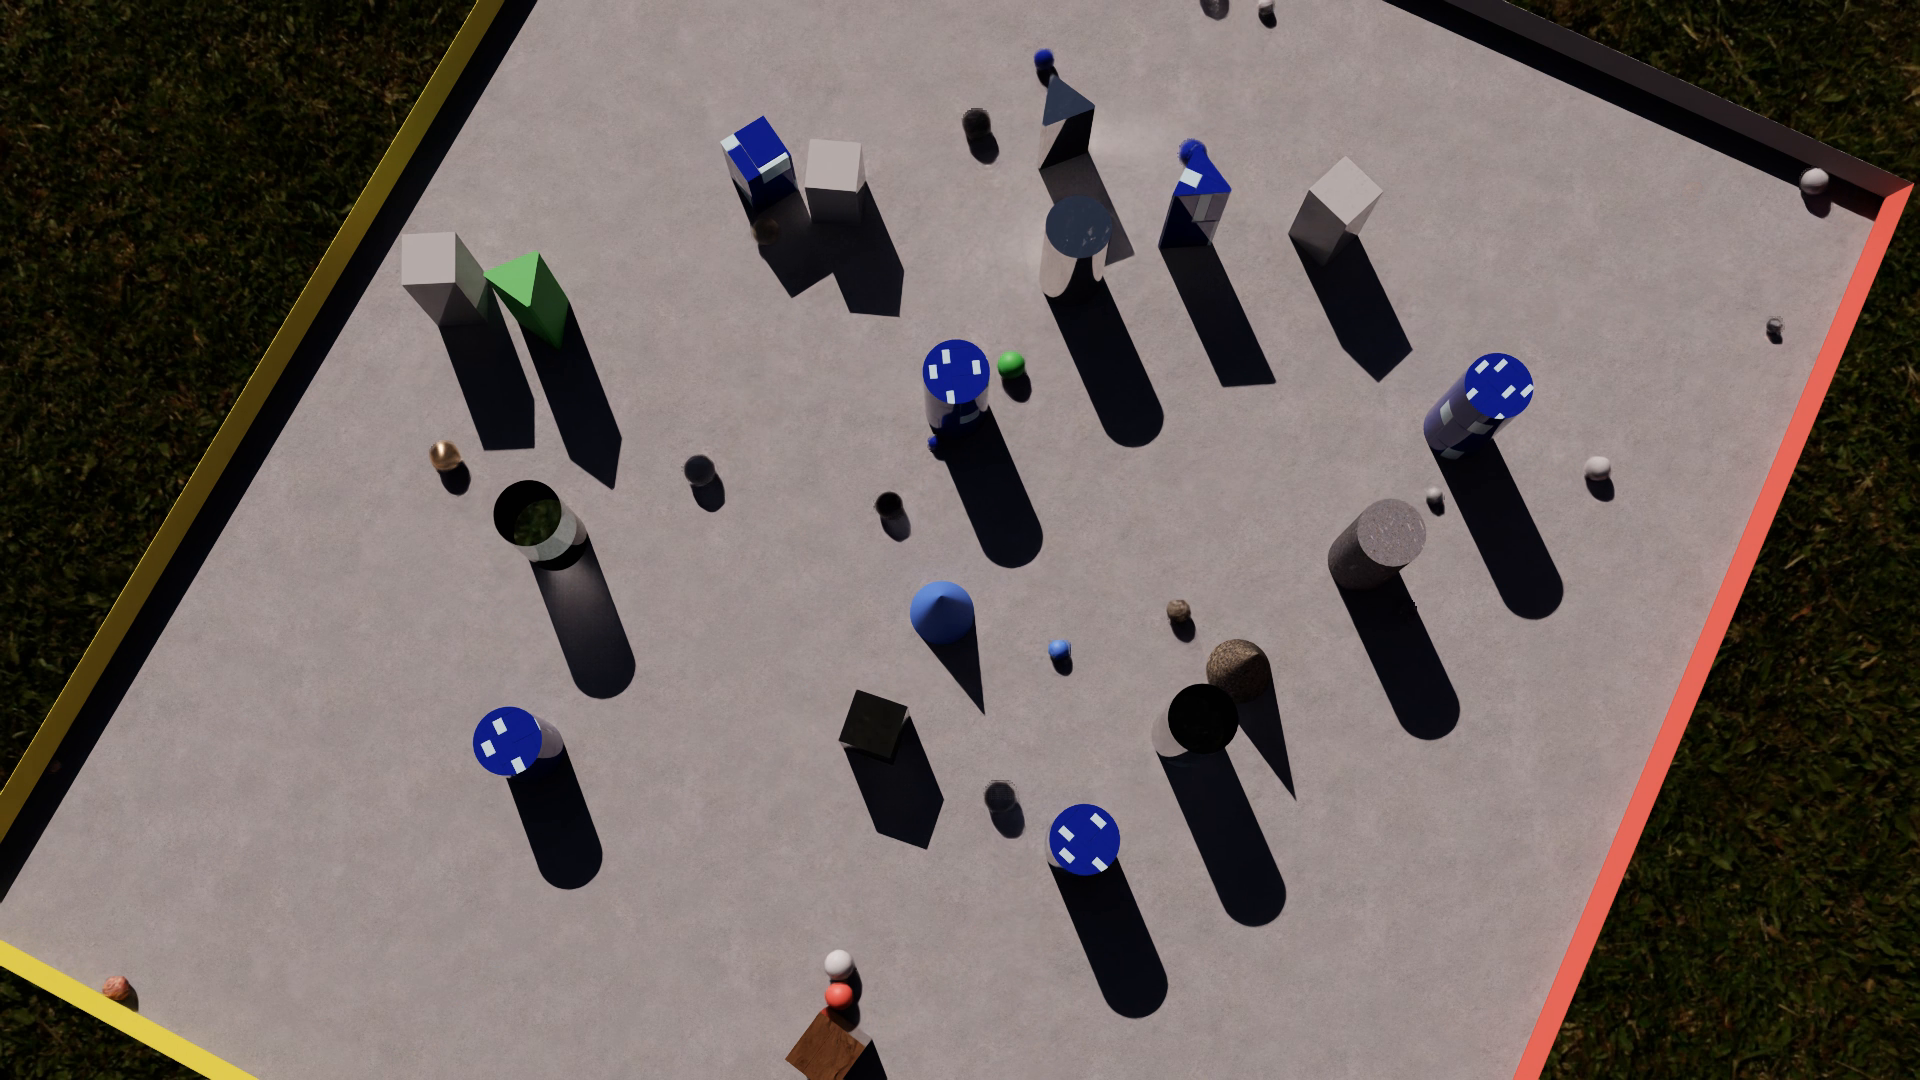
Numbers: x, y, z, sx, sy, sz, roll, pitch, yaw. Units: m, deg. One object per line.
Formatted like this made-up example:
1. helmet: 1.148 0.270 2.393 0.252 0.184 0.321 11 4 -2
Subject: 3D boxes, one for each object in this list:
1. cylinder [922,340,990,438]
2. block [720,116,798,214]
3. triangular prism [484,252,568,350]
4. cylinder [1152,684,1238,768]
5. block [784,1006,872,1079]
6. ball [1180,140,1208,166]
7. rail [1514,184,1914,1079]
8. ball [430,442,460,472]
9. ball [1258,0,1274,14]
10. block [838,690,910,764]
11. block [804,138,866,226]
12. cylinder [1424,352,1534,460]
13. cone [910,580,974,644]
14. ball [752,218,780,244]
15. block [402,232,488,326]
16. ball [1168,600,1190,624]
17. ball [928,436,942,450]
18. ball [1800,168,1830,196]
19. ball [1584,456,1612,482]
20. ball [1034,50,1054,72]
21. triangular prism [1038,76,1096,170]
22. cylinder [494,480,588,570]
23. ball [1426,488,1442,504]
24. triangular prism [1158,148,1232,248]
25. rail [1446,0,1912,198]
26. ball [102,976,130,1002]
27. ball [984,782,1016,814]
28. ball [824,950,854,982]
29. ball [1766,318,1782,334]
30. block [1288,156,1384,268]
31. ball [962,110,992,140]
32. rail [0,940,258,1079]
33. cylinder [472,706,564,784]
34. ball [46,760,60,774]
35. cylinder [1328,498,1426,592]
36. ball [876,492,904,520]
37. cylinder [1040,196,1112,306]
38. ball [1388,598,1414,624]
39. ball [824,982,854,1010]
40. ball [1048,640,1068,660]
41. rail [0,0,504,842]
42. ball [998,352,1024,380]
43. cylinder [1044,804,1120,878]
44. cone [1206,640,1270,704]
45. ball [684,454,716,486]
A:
1. cylinder: -0.011 -0.450 5.511 0.196 0.389 0.196 0 78 0
2. block: -0.624 -1.168 5.723 0.157 0.265 0.157 -33 80 -6
3. triangular prism: -1.279 -0.743 5.554 0.170 0.424 0.147 35 80 7
4. cylinder: 0.672 0.539 5.279 0.196 0.443 0.196 0 78 0
5. block: -0.365 1.426 5.138 0.157 0.359 0.157 36 81 7
6. ball: 0.742 -1.227 5.826 0.088 0.088 0.088 0 78 0
7. rail: 1.909 0.942 5.356 0.045 0.127 4.684 26 80 5
8. ball: -1.579 -0.255 5.623 0.090 0.090 0.090 0 78 0
9. ball: 0.992 -1.732 5.948 0.053 0.053 0.053 0 78 0
10. block: -0.249 0.551 5.381 0.157 0.238 0.157 18 79 4
11. block: -0.385 -1.108 5.700 0.157 0.287 0.157 5 78 1
12. cylinder: 1.536 -0.391 5.455 0.196 0.475 0.196 0 78 0
13. cone: -0.054 0.190 5.424 0.196 0.300 0.196 0 78 0
14. ball: -0.613 -0.974 5.775 0.086 0.086 0.086 0 78 0
15. block: -1.565 -0.791 5.584 0.157 0.384 0.157 -3 78 -1
16. ball: 0.661 0.217 5.535 0.071 0.071 0.071 0 78 0
17. ball: -0.076 -0.298 5.657 0.042 0.042 0.042 0 78 0
18. ball: 2.710 -1.135 5.809 0.083 0.083 0.083 0 78 0
19. ball: 1.957 -0.220 5.622 0.079 0.079 0.079 0 78 0
20. ball: 0.271 -1.544 5.902 0.067 0.067 0.067 0 78 0
21. triangular prism: 0.305 -1.316 5.721 0.170 0.330 0.147 -21 79 -4
22. cylinder: -1.240 -0.039 5.434 0.196 0.373 0.196 0 78 0
23. ball: 1.454 -0.138 5.620 0.049 0.049 0.049 0 78 0
24. triangular prism: 0.708 -1.048 5.612 0.170 0.434 0.147 -4 78 -1
25. rail: 1.037 -2.024 5.969 4.317 0.127 0.045 26 80 5
26. ball: -2.445 1.300 5.311 0.072 0.072 0.072 0 78 0
27. ball: 0.119 0.761 5.410 0.096 0.096 0.096 0 78 0
28. ball: -0.351 1.235 5.316 0.087 0.087 0.087 0 78 0
29. ball: 2.546 -0.670 5.732 0.046 0.046 0.046 0 78 0
30. block: 1.152 -1.006 5.641 0.157 0.360 0.157 -43 81 -8
31. ball: 0.054 -1.322 5.843 0.092 0.092 0.092 0 78 0
32. rail: -1.037 2.037 5.129 4.317 0.127 0.045 26 80 5
33. cylinder: -1.283 0.600 5.341 0.196 0.297 0.196 0 78 0
34. ball: -2.701 0.673 5.456 0.042 0.042 0.042 0 78 0
35. cylinder: 1.222 0.022 5.394 0.196 0.426 0.196 0 78 0
36. ball: -0.216 -0.106 5.595 0.085 0.085 0.085 0 78 0
37. cylinder: 0.348 -0.873 5.576 0.196 0.434 0.196 0 78 0
38. ball: 1.331 0.215 5.533 0.077 0.077 0.077 0 78 0
39. ball: -0.350 1.319 5.302 0.082 0.082 0.082 0 78 0
40. ball: 0.296 0.330 5.517 0.062 0.062 0.062 0 78 0
41. rail: -1.909 -0.928 5.743 0.045 0.127 4.684 26 80 5
42. ball: 0.158 -0.540 5.685 0.086 0.086 0.086 0 78 0
43. cylinder: 0.344 0.865 5.243 0.196 0.381 0.196 0 78 0
44. cone: 0.841 0.359 5.352 0.196 0.373 0.196 0 78 0
45. ball: -0.797 -0.214 5.611 0.098 0.098 0.098 0 78 0
